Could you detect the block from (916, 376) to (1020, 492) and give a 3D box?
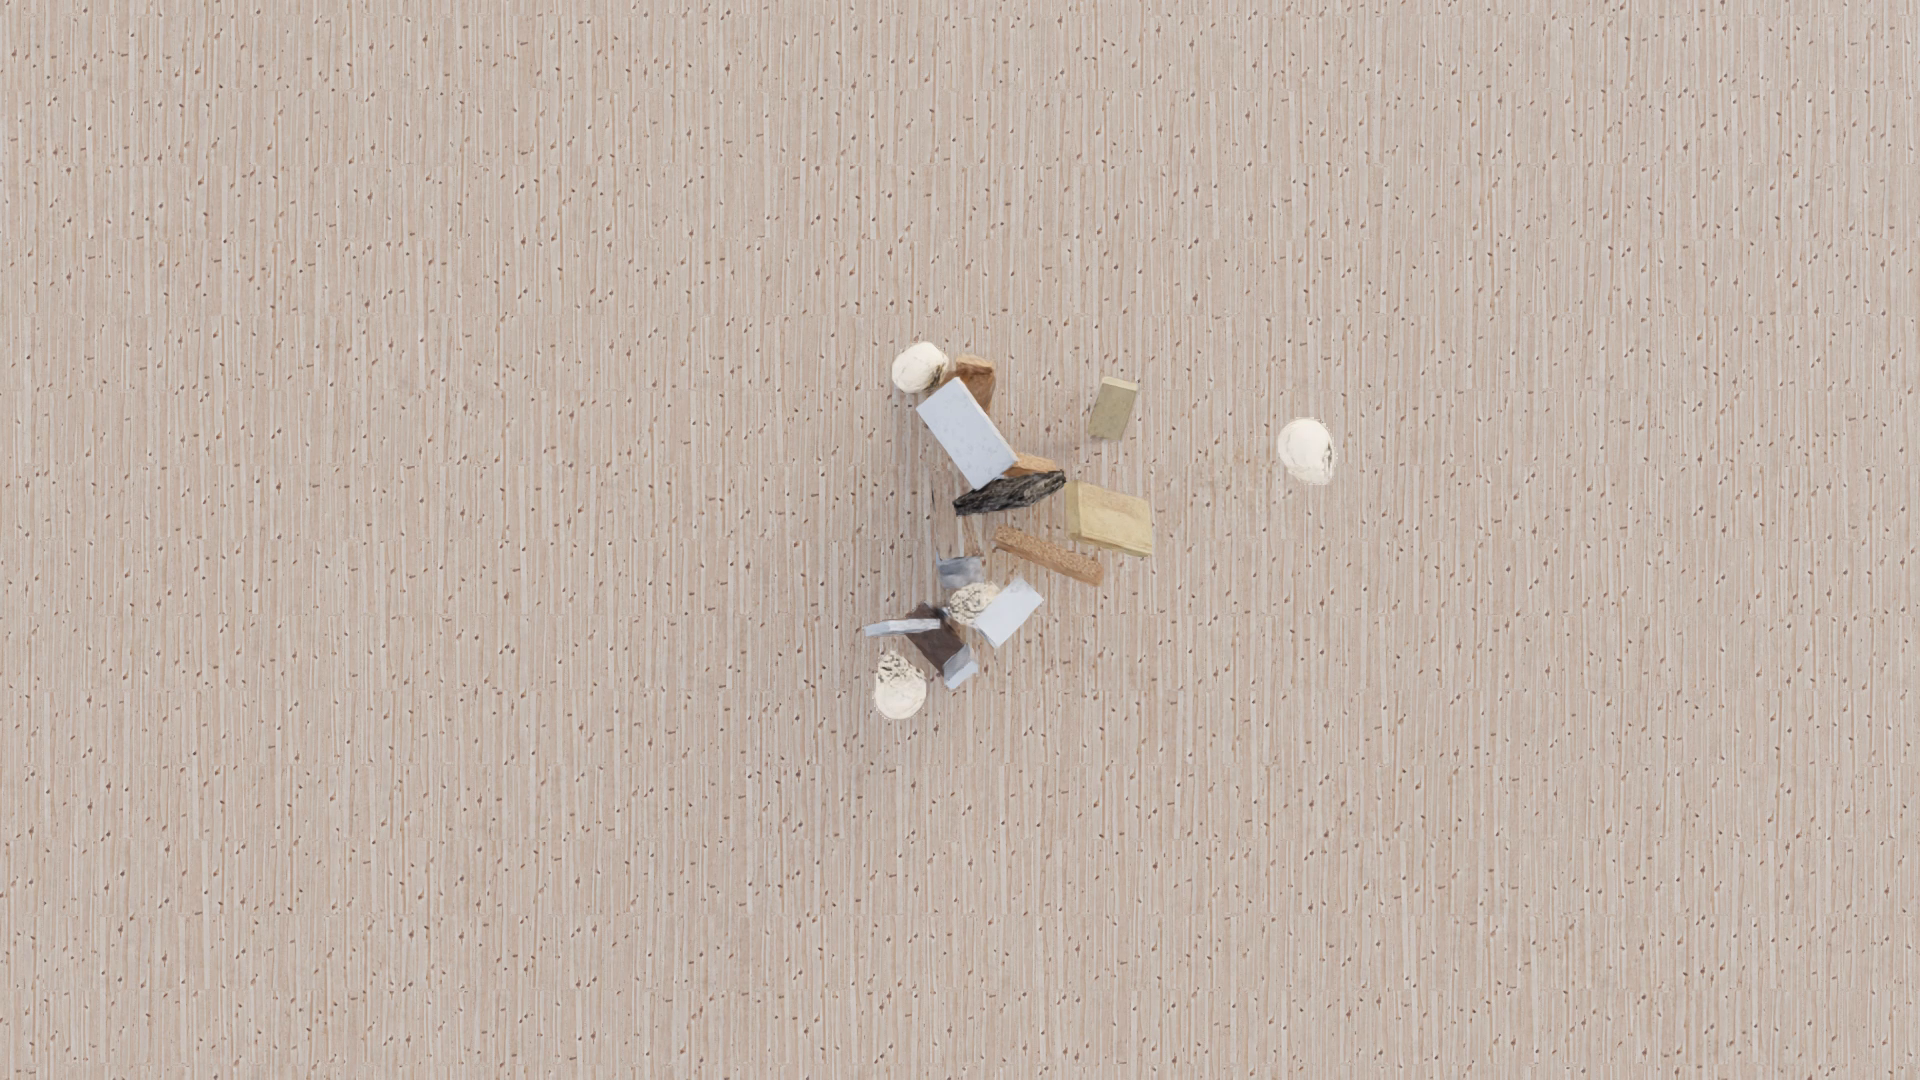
[{"bbox_3d":[0.023,-0.320,4.992,0.157,0.044,0.313,-37,88,21],"label":"block"}]

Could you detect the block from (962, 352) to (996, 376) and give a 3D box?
[{"bbox_3d":[0.036,-0.502,5.407,0.116,0.033,0.232,17,135,0],"label":"block"}]

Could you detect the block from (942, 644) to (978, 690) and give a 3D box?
[{"bbox_3d":[0.001,0.390,5.089,0.108,0.216,0.031,-41,100,5],"label":"block"}]

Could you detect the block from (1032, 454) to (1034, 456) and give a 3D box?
[{"bbox_3d":[0.247,-0.220,5.492,0.058,0.016,0.116,-30,90,0],"label":"block"}]

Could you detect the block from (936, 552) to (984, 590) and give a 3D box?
[{"bbox_3d":[0.001,0.102,5.359,0.138,0.276,0.039,0,72,3],"label":"block"}]

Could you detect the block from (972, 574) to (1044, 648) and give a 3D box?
[{"bbox_3d":[0.144,0.216,4.973,0.108,0.031,0.216,45,65,0],"label":"block"}]

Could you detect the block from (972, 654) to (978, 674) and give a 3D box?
[{"bbox_3d":[0.000,0.405,5.380,0.118,0.236,0.033,-4,93,1],"label":"block"}]

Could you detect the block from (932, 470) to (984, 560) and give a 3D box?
[{"bbox_3d":[-0.008,-0.082,5.206,0.138,0.039,0.276,-5,85,4],"label":"block"}]

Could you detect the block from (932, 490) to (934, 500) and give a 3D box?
[{"bbox_3d":[-0.010,-0.097,5.365,0.138,0.276,0.039,-2,61,4],"label":"block"}]

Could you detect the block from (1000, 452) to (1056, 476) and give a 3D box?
[{"bbox_3d":[0.154,-0.241,5.237,0.157,0.446,0.044,-3,87,23],"label":"block"}]

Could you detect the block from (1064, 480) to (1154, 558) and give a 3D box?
[{"bbox_3d":[0.447,-0.061,4.925,0.048,0.339,0.170,-18,68,41],"label":"block"}]

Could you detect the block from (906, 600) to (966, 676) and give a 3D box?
[{"bbox_3d":[-0.072,0.321,5.238,0.118,0.033,0.236,-44,85,15],"label":"block"}]

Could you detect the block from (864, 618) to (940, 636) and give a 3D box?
[{"bbox_3d":[-0.177,0.270,5.112,0.108,0.216,0.031,-15,80,43],"label":"block"}]

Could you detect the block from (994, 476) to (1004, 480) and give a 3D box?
[{"bbox_3d":[0.091,-0.218,5.492,0.116,0.016,0.058,2,90,0],"label":"block"}]

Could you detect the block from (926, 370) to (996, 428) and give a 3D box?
[{"bbox_3d":[0.005,-0.434,5.174,0.157,0.313,0.044,8,123,10],"label":"block"}]

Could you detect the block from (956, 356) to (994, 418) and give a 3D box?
[{"bbox_3d":[0.044,-0.490,5.367,0.116,0.232,0.033,10,45,8],"label":"block"}]

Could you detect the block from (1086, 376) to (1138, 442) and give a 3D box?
[{"bbox_3d":[0.499,-0.428,5.404,0.116,0.232,0.033,14,47,0],"label":"block"}]

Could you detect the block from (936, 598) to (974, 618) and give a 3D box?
[{"bbox_3d":[-0.050,0.237,5.367,0.118,0.236,0.033,-21,88,22],"label":"block"}]

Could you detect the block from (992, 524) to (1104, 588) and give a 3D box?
[{"bbox_3d":[0.276,0.050,5.117,0.339,0.170,0.048,22,82,13],"label":"block"}]

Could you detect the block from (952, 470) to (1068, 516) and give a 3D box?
[{"bbox_3d":[0.147,-0.141,4.947,0.170,0.339,0.048,-29,104,-36],"label":"block"}]
